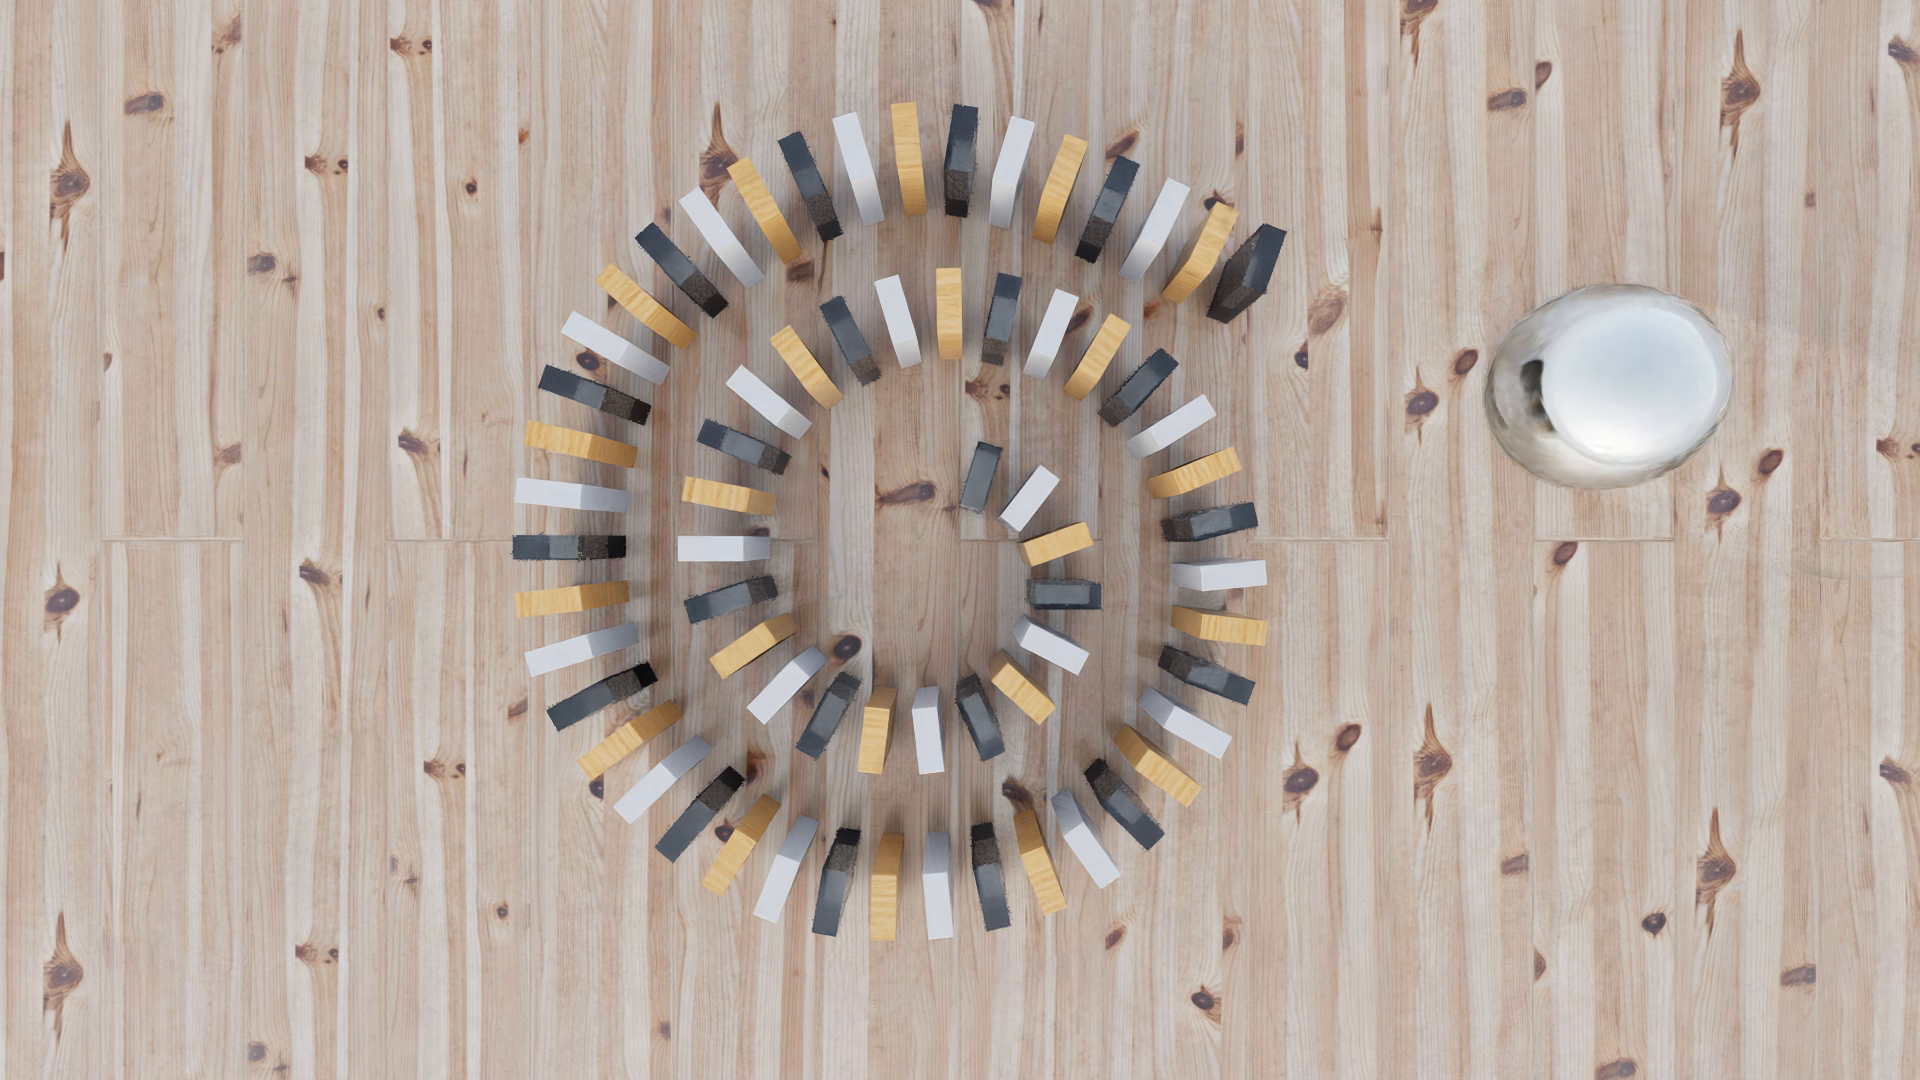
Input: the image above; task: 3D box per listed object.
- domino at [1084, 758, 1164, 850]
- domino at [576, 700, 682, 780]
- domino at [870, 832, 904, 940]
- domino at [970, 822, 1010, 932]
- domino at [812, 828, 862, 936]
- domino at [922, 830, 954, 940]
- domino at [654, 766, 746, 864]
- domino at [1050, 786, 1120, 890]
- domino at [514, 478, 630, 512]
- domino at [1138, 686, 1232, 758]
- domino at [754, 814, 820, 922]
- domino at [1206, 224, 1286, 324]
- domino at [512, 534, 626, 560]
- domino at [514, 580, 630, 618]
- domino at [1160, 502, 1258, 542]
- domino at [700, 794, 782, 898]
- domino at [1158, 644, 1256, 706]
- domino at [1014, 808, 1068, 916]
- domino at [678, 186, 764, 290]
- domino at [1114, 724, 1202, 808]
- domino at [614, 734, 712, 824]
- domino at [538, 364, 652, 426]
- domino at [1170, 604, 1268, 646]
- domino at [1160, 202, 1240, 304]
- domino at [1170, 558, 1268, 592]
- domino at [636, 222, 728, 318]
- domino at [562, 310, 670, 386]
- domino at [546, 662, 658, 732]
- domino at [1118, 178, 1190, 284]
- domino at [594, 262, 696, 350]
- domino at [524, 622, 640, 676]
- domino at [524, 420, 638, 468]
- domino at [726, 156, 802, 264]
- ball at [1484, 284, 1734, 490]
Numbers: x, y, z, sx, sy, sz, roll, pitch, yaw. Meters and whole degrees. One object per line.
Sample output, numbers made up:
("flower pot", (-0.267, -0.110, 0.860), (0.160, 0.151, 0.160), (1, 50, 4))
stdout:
("domino", (0.066, 0.107, 0.375), (0.025, 0.050, 0.010), (44, 90, 0))
("domino", (-0.134, 0.081, 0.375), (0.025, 0.050, 0.010), (-37, 90, 0))
("domino", (-0.029, 0.140, 0.375), (0.009, 0.050, 0.025), (1, 90, 0))
("domino", (0.012, 0.136, 0.375), (0.010, 0.050, 0.025), (-13, 90, 0))
("domino", (-0.050, 0.139, 0.375), (0.009, 0.050, 0.025), (10, 90, 0))
("domino", (-0.008, 0.140, 0.375), (0.009, 0.050, 0.025), (-6, 90, 0))
("domino", (-0.105, 0.111, 0.375), (0.009, 0.050, 0.025), (40, 90, 0))
("domino", (0.050, 0.121, 0.375), (0.010, 0.050, 0.025), (-35, 90, 0))
("domino", (-0.157, -0.018, 0.375), (0.025, 0.050, 0.009), (6, 90, 0))
("domino", (0.091, 0.073, 0.375), (0.025, 0.050, 0.010), (29, 90, 0))
("domino", (-0.070, 0.133, 0.375), (0.010, 0.050, 0.025), (22, 90, 0))
("domino", (0.116, -0.108, 0.375), (0.009, 0.050, 0.025), (20, 90, 0))
("domino", (-0.158, 0.003, 0.375), (0.025, 0.050, 0.010), (0, 90, 0))
("domino", (-0.157, 0.024, 0.375), (0.025, 0.050, 0.009), (-7, 90, 0))
("domino", (0.101, -0.007, 0.375), (0.025, 0.050, 0.010), (-14, 90, 0))
("domino", (-0.088, 0.123, 0.375), (0.009, 0.050, 0.025), (33, 90, 0))
("domino", (0.100, 0.055, 0.375), (0.025, 0.050, 0.009), (20, 90, 0))
("domino", (0.032, 0.130, 0.375), (0.009, 0.050, 0.025), (-22, 90, 0))
("domino", (-0.096, -0.122, 0.375), (0.009, 0.050, 0.025), (-36, 90, 0))
("domino", (0.080, 0.091, 0.375), (0.025, 0.050, 0.009), (36, 90, 0))
("domino", (-0.120, 0.097, 0.375), (0.025, 0.050, 0.009), (-43, 90, 0))
("domino", (-0.148, -0.058, 0.375), (0.025, 0.050, 0.009), (20, 90, 0))
("domino", (0.105, 0.034, 0.375), (0.025, 0.050, 0.010), (6, 90, 0))
("domino", (0.097, -0.116, 0.375), (0.009, 0.050, 0.025), (26, 90, 0))
("domino", (0.105, 0.014, 0.375), (0.025, 0.050, 0.009), (-6, 90, 0))
("domino", (-0.113, -0.109, 0.375), (0.009, 0.050, 0.025), (-42, 90, 0))
("domino", (-0.139, -0.077, 0.375), (0.025, 0.050, 0.009), (30, 90, 0))
("domino", (-0.145, 0.063, 0.375), (0.025, 0.050, 0.010), (-29, 90, 0))
("domino", (0.078, -0.125, 0.375), (0.010, 0.050, 0.025), (25, 90, 0))
("domino", (-0.127, -0.094, 0.375), (0.025, 0.050, 0.010), (41, 90, 0))
("domino", (-0.153, 0.044, 0.375), (0.025, 0.050, 0.010), (-17, 90, 0))
("domino", (-0.154, -0.038, 0.375), (0.025, 0.050, 0.010), (13, 90, 0))
("domino", (-0.079, -0.134, 0.375), (0.009, 0.050, 0.025), (-30, 90, 0))
("ball", (0.252, -0.059, 0.360), (0.080, 0.080, 0.080), (0, 90, 0))
